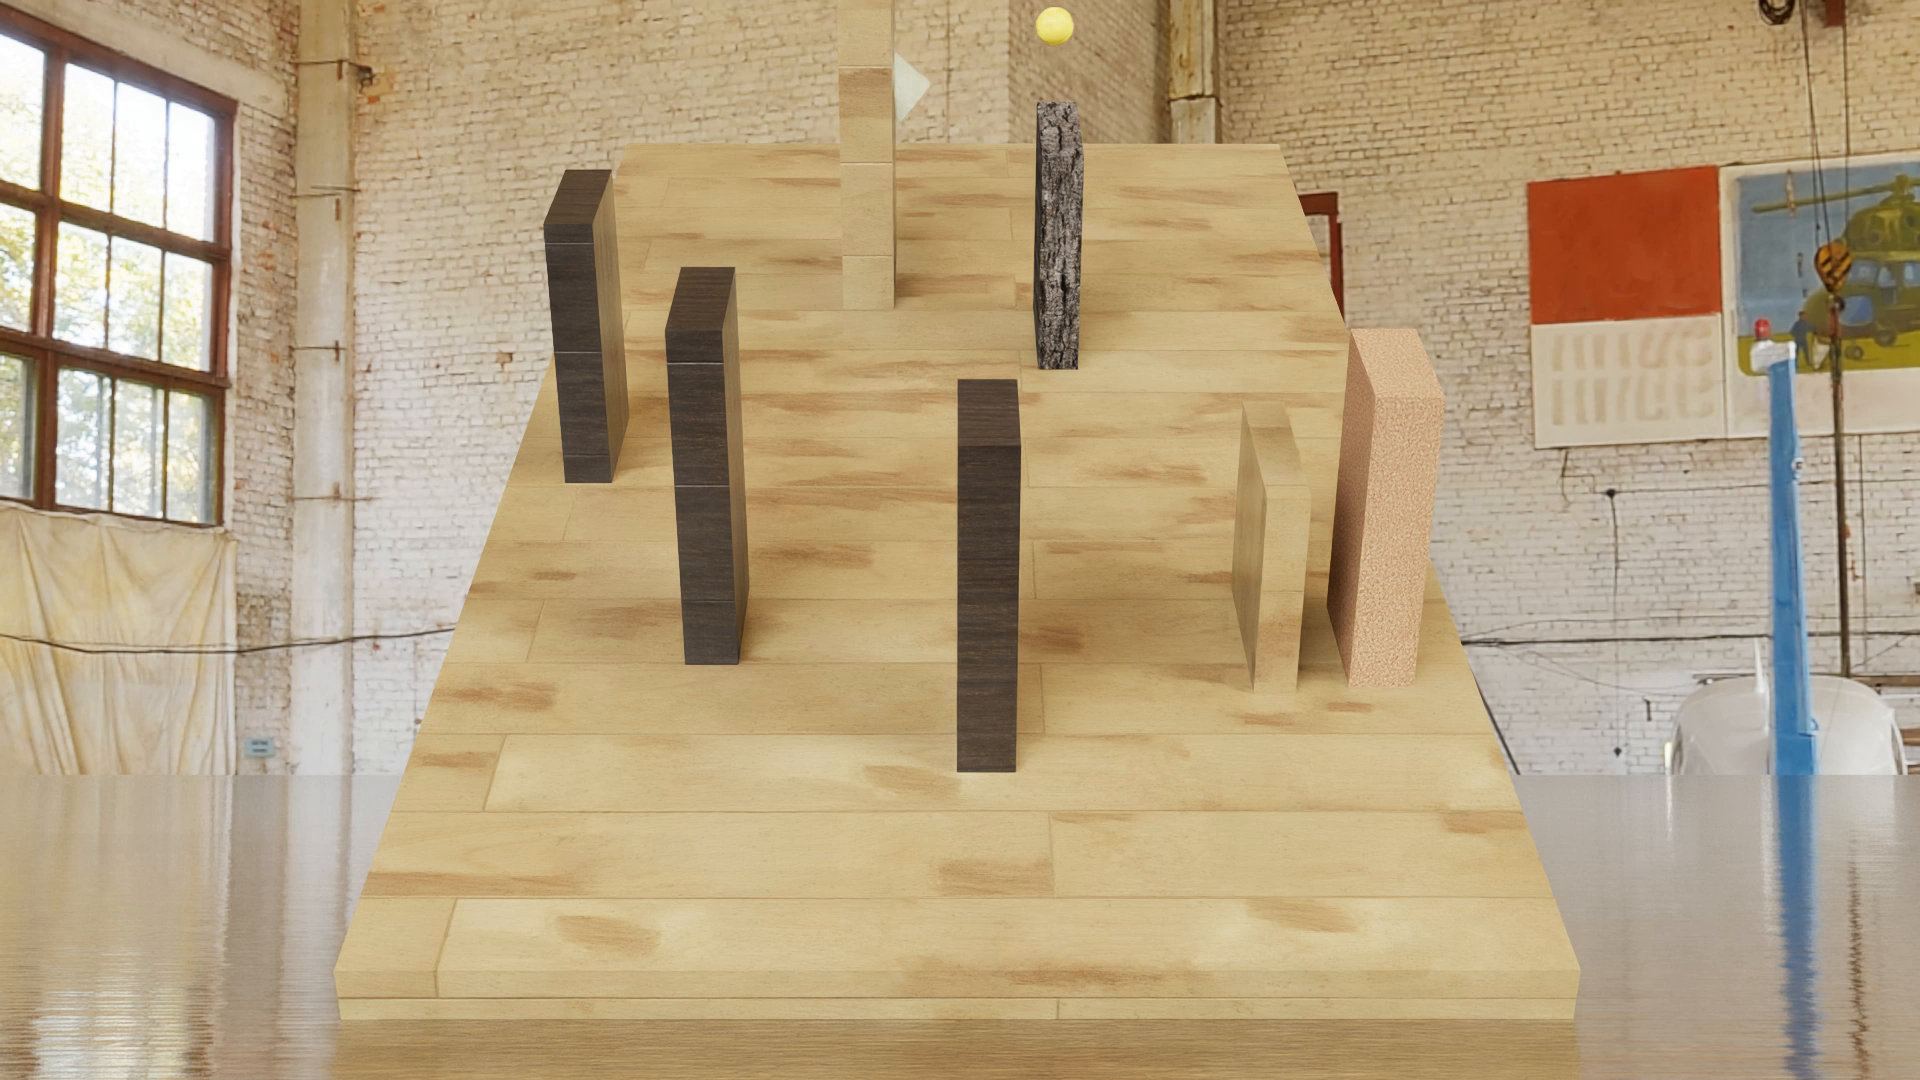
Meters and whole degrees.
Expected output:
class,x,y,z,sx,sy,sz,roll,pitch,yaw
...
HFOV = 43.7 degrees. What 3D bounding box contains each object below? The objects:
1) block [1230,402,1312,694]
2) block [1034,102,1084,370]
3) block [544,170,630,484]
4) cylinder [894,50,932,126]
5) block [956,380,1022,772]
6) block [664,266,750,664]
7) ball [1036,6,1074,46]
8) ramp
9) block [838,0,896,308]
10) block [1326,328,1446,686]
class,x,y,z,sx,sy,sz,roll,pitch,yaw
block,0.601,0.009,4.655,0.081,0.420,0.416,0,29,0
block,0.241,-0.755,5.925,0.098,0.550,0.399,0,29,0
block,-0.828,-0.477,5.339,0.104,0.613,0.339,0,29,0
cylinder,-0.213,-1.344,7.092,0.187,0.187,0.187,39,-14,-9
block,0.048,0.068,4.295,0.106,0.659,0.269,0,29,0
block,-0.483,-0.140,4.624,0.103,0.707,0.305,0,29,0
ball,0.289,-1.566,7.295,0.115,0.115,0.115,0,-5,0
ramp,-0.012,-0.220,5.619,2.000,0.100,4.000,0,29,0
block,-0.236,-1.040,6.198,0.131,0.787,0.394,0,29,0
block,0.809,-0.061,4.585,0.125,0.612,0.309,0,29,0
